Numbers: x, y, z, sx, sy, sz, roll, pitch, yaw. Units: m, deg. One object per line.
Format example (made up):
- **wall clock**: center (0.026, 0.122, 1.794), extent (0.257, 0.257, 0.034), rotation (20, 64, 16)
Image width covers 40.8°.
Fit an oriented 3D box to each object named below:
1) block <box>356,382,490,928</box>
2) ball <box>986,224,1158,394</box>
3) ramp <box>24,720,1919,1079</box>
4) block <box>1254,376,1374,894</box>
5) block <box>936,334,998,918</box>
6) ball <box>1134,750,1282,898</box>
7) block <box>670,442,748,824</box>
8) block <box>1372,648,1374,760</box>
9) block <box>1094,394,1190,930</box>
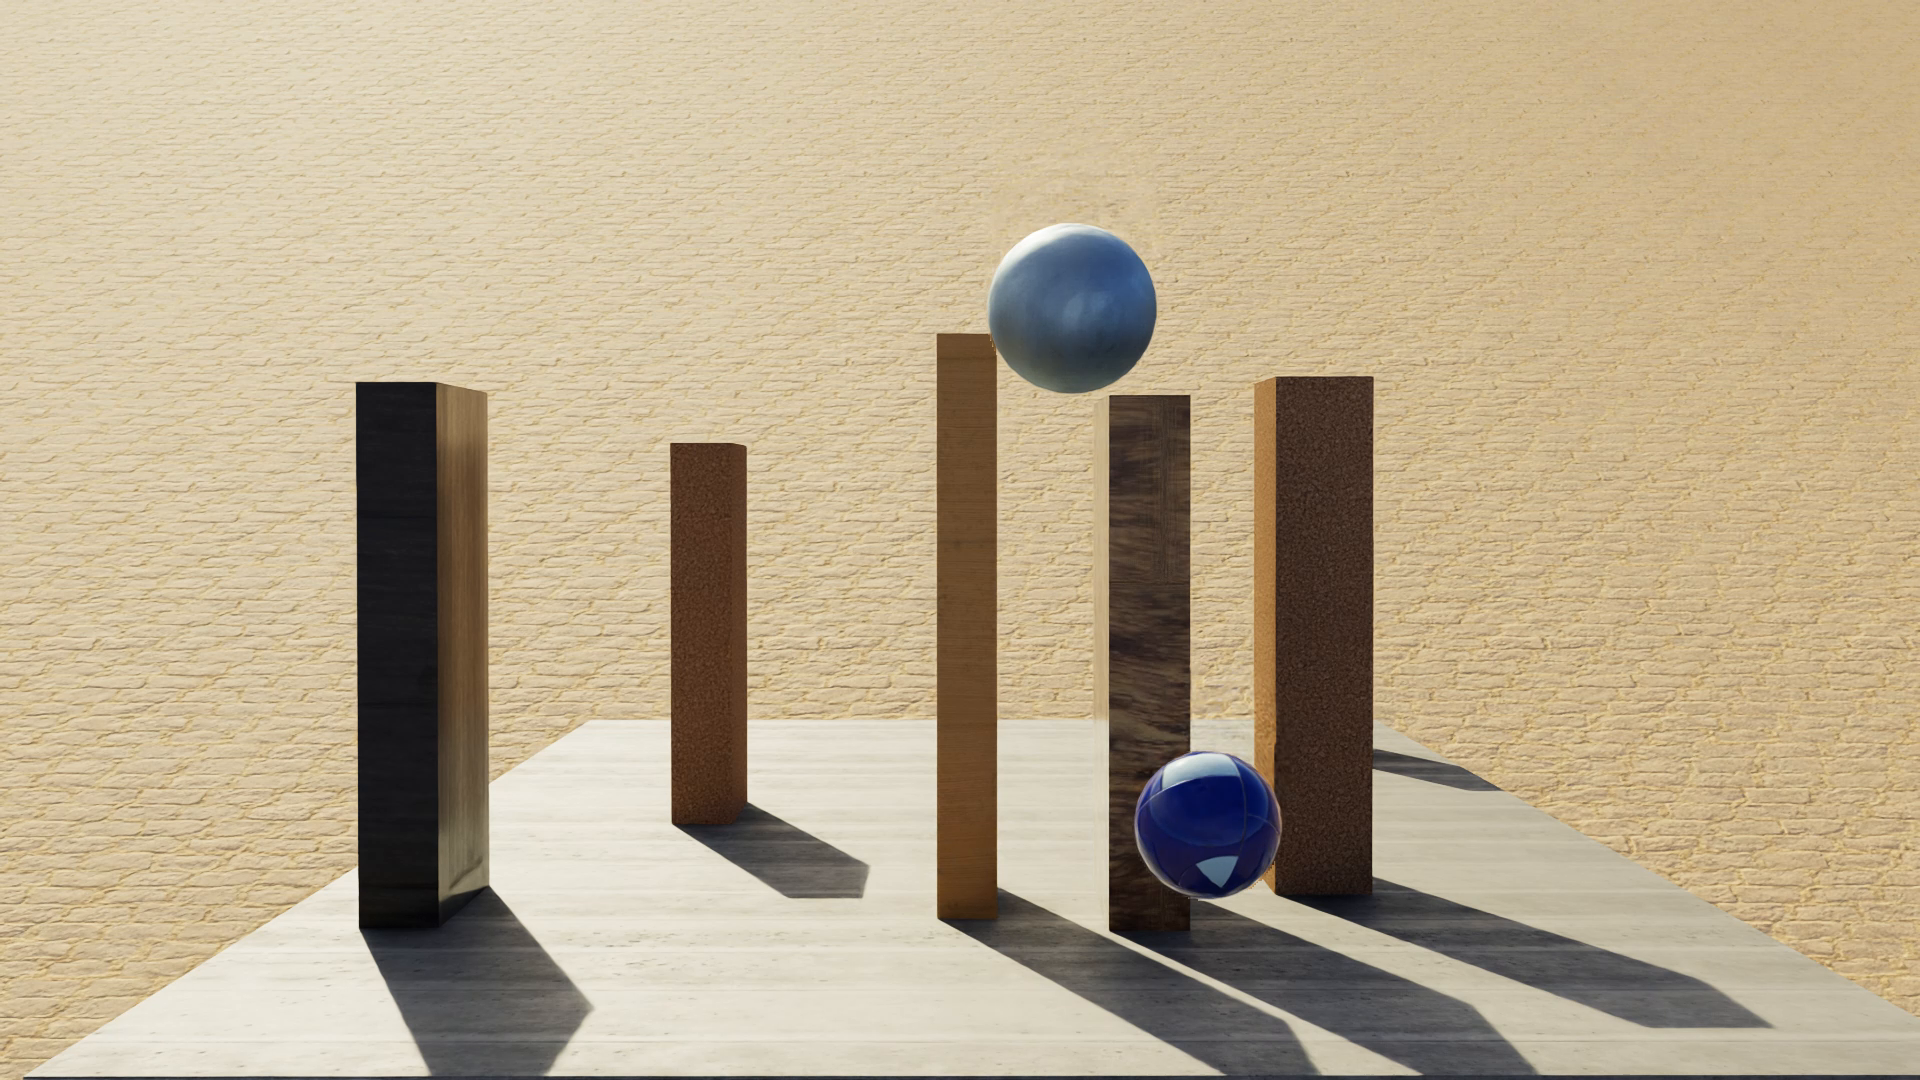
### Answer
- **block**: center (-0.752, 0.151, 3.636), extent (0.108, 0.730, 0.375), rotation (0, 1, 0)
- **ball**: center (0.102, -0.211, 2.359), extent (0.155, 0.155, 0.155), rotation (0, 27, 0)
- **ramp**: center (0.061, 0.547, 4.583), extent (2.000, 0.100, 4.000), rotation (0, 1, 0)
- **block**: center (0.526, 0.136, 3.864), extent (0.141, 0.749, 0.271), rotation (0, 1, 0)
- **block**: center (0.009, 0.115, 3.670), extent (0.082, 0.799, 0.303), rotation (0, 1, 0)
- **ball**: center (0.236, 0.271, 2.453), extent (0.140, 0.140, 0.140), rotation (0, 27, 0)
- **block**: center (-0.453, 0.161, 4.684), extent (0.107, 0.669, 0.327), rotation (0, 1, 0)
- **block**: center (0.851, 0.231, 5.791), extent (0.095, 0.483, 0.365), rotation (0, 1, 0)
- **block**: center (0.251, 0.160, 3.618), extent (0.108, 0.711, 0.392), rotation (0, 1, 0)
